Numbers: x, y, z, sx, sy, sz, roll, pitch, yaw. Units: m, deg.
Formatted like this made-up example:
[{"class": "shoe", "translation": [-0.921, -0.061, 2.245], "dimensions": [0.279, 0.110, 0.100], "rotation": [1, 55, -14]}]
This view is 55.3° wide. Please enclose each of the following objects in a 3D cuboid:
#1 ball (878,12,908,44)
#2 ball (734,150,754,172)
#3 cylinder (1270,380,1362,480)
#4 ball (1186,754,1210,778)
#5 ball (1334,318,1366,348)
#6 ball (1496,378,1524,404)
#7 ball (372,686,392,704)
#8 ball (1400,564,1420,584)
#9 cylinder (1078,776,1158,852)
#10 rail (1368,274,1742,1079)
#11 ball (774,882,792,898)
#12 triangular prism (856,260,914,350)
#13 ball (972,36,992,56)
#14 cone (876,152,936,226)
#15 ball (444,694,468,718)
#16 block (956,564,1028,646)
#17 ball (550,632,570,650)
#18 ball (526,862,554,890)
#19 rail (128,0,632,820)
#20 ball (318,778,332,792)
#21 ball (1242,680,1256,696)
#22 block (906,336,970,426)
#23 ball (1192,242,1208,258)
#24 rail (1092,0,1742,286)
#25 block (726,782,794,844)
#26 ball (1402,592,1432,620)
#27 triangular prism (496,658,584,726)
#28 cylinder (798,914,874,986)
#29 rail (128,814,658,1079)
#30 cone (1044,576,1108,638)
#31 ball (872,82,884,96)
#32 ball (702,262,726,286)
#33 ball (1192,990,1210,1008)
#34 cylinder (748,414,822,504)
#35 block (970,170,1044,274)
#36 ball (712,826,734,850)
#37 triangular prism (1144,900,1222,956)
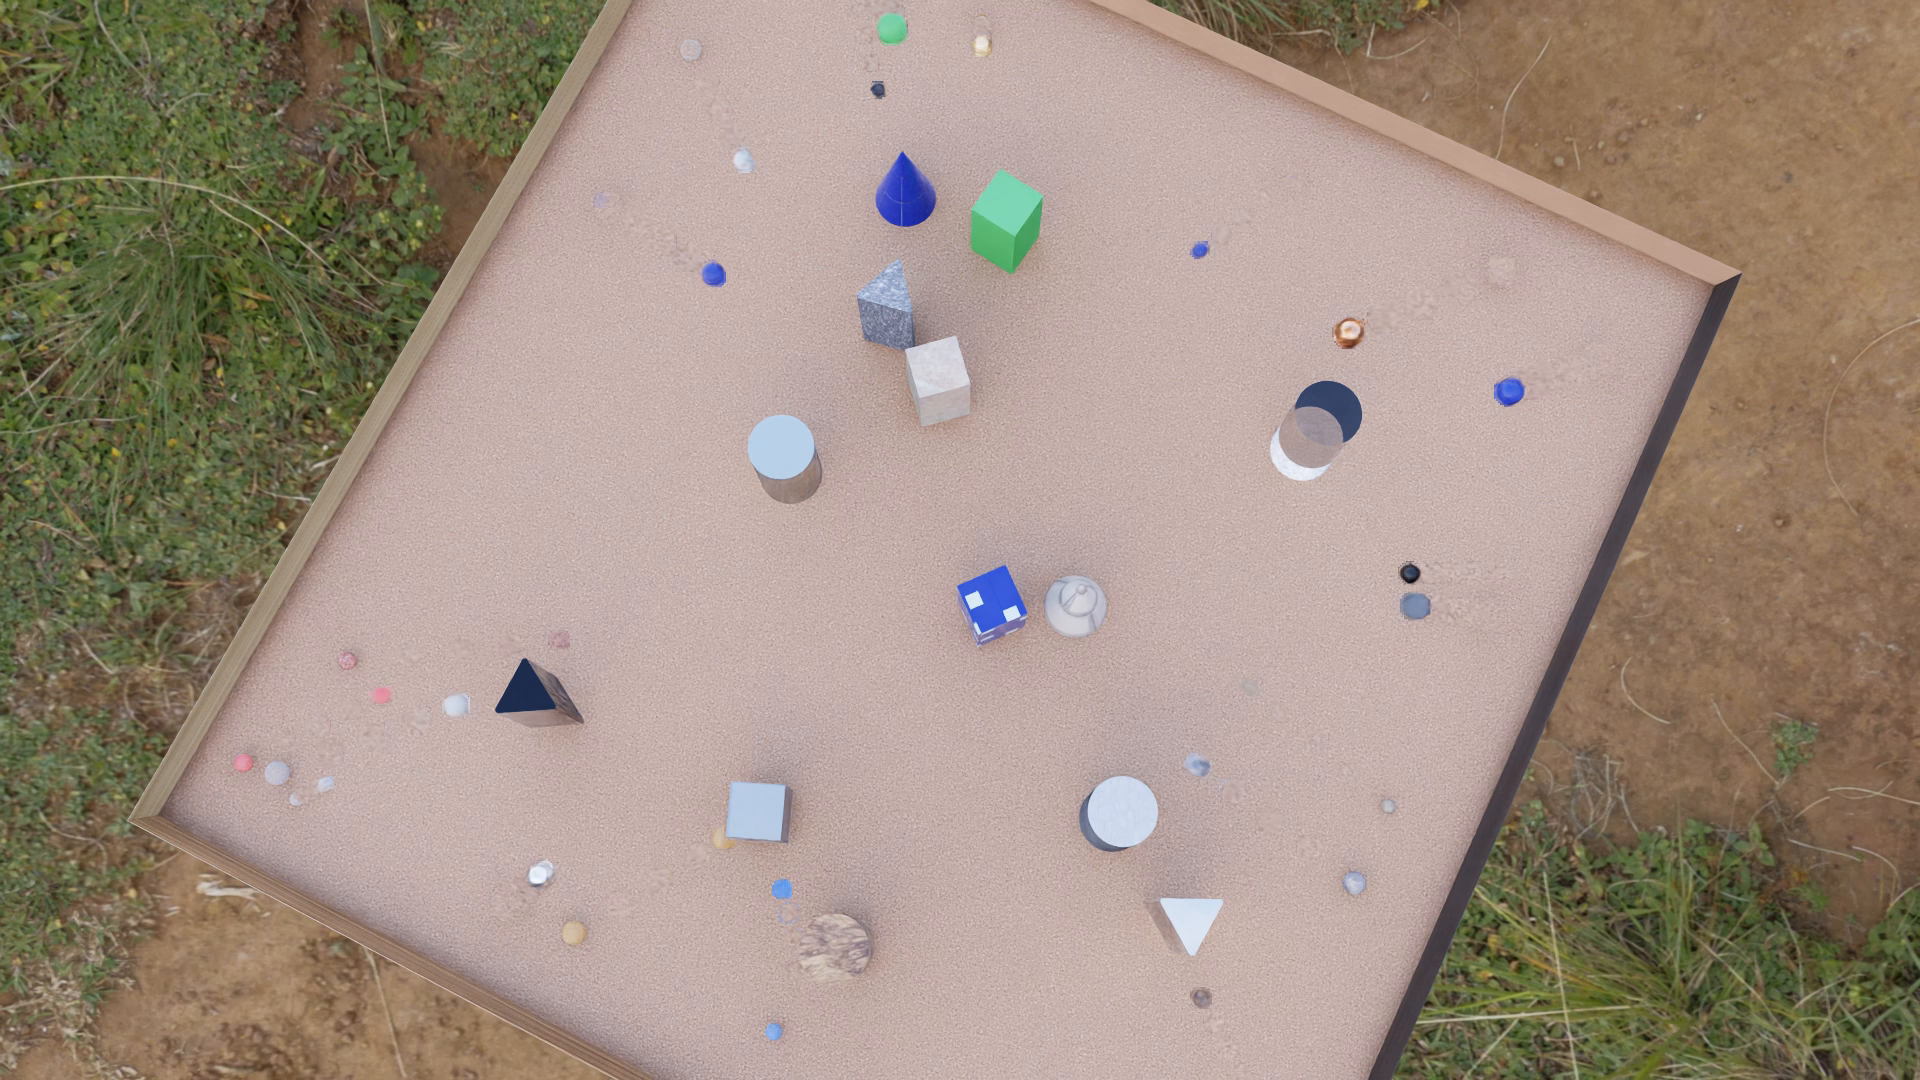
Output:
[{"class": "ball", "translation": [-0.219, -1.649, 5.908], "dimensions": [0.097, 0.097, 0.097], "rotation": [0, 78, 0]}, {"class": "ball", "translation": [-0.688, -1.207, 5.832], "dimensions": [0.067, 0.067, 0.067], "rotation": [0, 78, 0]}, {"class": "cylinder", "translation": [1.058, -0.321, 5.467], "dimensions": [0.194, 0.424, 0.194], "rotation": [0, 78, 0]}, {"class": "ball", "translation": [0.708, 0.671, 5.443], "dimensions": [0.068, 0.068, 0.068], "rotation": [0, 78, 0]}, {"class": "ball", "translation": [1.214, -0.646, 5.703], "dimensions": [0.092, 0.092, 0.092], "rotation": [0, 78, 0]}, {"class": "ball", "translation": [1.702, -0.460, 5.668], "dimensions": [0.085, 0.085, 0.085], "rotation": [0, 78, 0]}, {"class": "ball", "translation": [-1.732, 0.466, 5.493], "dimensions": [0.054, 0.054, 0.054], "rotation": [0, 78, 0]}, {"class": "ball", "translation": [1.368, 0.102, 5.565], "dimensions": [0.059, 0.059, 0.059], "rotation": [0, 78, 0]}, {"class": "cylinder", "translation": [0.451, 0.790, 5.257], "dimensions": [0.194, 0.384, 0.194], "rotation": [0, 78, 0]}, {"class": "rail", "translation": [1.578, 0.779, 5.390], "dimensions": [0.045, 0.126, 3.662], "rotation": [26, 80, 5]}, {"class": "ball", "translation": [-0.520, 1.028, 5.379], "dimensions": [0.048, 0.048, 0.048], "rotation": [0, 78, 0]}, {"class": "triangular prism", "translation": [-0.201, -0.718, 5.563], "dimensions": [0.168, 0.396, 0.146], "rotation": [17, 79, 3]}, {"class": "ball", "translation": [0.072, -1.596, 5.915], "dimensions": [0.063, 0.063, 0.063], "rotation": [0, 78, 0]}, {"class": "cone", "translation": [-0.173, -1.127, 5.661], "dimensions": [0.194, 0.369, 0.194], "rotation": [0, 78, 0]}, {"class": "ball", "translation": [-1.506, 0.496, 5.477], "dimensions": [0.072, 0.072, 0.072], "rotation": [0, 78, 0]}, {"class": "block", "translation": [0.093, 0.198, 5.444], "dimensions": [0.155, 0.258, 0.155], "rotation": [-23, 79, -5]}, {"class": "ball", "translation": [-1.207, 0.302, 5.526], "dimensions": [0.055, 0.055, 0.055], "rotation": [0, 78, 0]}, {"class": "ball", "translation": [-1.231, 0.983, 5.372], "dimensions": [0.081, 0.081, 0.081], "rotation": [0, 78, 0]}, {"class": "rail", "translation": [-1.578, -0.766, 5.710], "dimensions": [0.045, 0.126, 3.662], "rotation": [26, 80, 5]}, {"class": "ball", "translation": [-1.886, 0.726, 5.445], "dimensions": [0.042, 0.042, 0.042], "rotation": [0, 78, 0]}, {"class": "ball", "translation": [0.869, 0.444, 5.502], "dimensions": [0.044, 0.044, 0.044], "rotation": [0, 78, 0]}, {"class": "block", "translation": [-0.065, -0.477, 5.551], "dimensions": [0.155, 0.322, 0.155], "rotation": [-16, 79, -3]}, {"class": "ball", "translation": [0.757, -0.915, 5.781], "dimensions": [0.049, 0.049, 0.049], "rotation": [0, 78, 0]}, {"class": "rail", "translation": [0.808, -1.576, 5.877], "dimensions": [3.576, 0.126, 0.045], "rotation": [26, 80, 5]}, {"class": "block", "translation": [-0.578, 0.793, 5.317], "dimensions": [0.155, 0.264, 0.155], "rotation": [4, 78, 1]}, {"class": "ball", "translation": [1.379, 0.200, 5.533], "dimensions": [0.083, 0.083, 0.083], "rotation": [0, 78, 0]}, {"class": "triangular prism", "translation": [-1.217, 0.443, 5.322], "dimensions": [0.168, 0.397, 0.146], "rotation": [-4, 78, -1]}, {"class": "cylinder", "translation": [-0.347, 1.161, 5.209], "dimensions": [0.194, 0.327, 0.194], "rotation": [0, 78, 0]}, {"class": "rail", "translation": [-0.808, 1.590, 5.222], "dimensions": [3.576, 0.126, 0.045], "rotation": [26, 80, 5]}, {"class": "cone", "translation": [0.350, 0.167, 5.405], "dimensions": [0.194, 0.346, 0.194], "rotation": [0, 78, 0]}, {"class": "ball", "translation": [-0.264, -1.448, 5.893], "dimensions": [0.044, 0.044, 0.044], "rotation": [0, 78, 0]}, {"class": "ball", "translation": [-0.775, -0.834, 5.751], "dimensions": [0.075, 0.075, 0.075], "rotation": [0, 78, 0]}, {"class": "ball", "translation": [0.699, 1.330, 5.314], "dimensions": [0.054, 0.054, 0.054], "rotation": [0, 78, 0]}, {"class": "cylinder", "translation": [-0.522, -0.239, 5.500], "dimensions": [0.194, 0.324, 0.194], "rotation": [0, 78, 0]}, {"class": "block", "translation": [0.142, -0.977, 5.649], "dimensions": [0.155, 0.332, 0.155], "rotation": [33, 80, 6]}, {"class": "ball", "translation": [-0.697, 0.876, 5.394], "dimensions": [0.070, 0.070, 0.070], "rotation": [0, 78, 0]}, {"class": "triangular prism", "translation": [0.604, 1.054, 5.163], "dimensions": [0.146, 0.461, 0.168], "rotation": [31, 80, 6]}]
